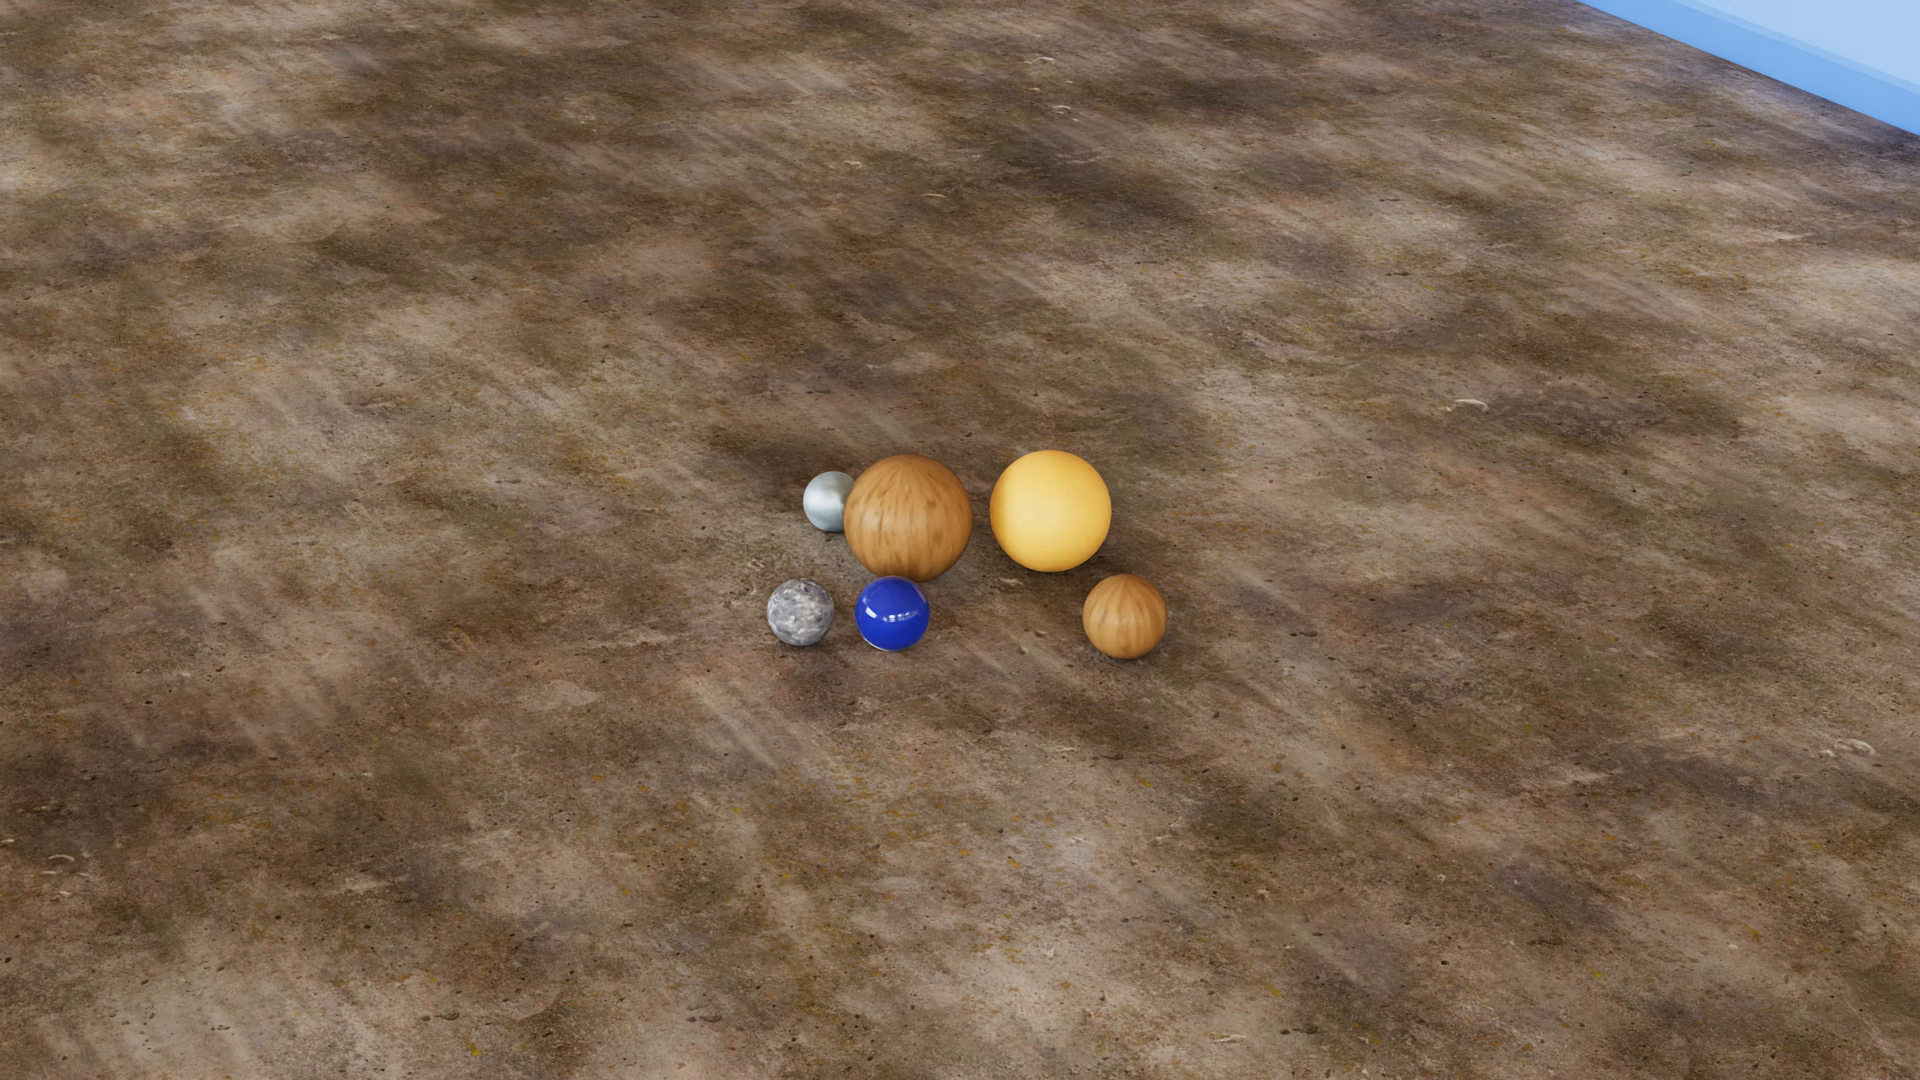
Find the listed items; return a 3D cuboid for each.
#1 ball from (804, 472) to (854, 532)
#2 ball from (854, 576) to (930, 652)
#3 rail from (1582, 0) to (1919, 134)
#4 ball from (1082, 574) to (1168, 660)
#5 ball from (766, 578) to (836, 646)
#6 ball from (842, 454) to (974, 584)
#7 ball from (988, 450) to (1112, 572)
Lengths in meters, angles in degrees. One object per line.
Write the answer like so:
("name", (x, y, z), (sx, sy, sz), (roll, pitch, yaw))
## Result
("ball", (-0.085, -0.026, 1.972), (0.041, 0.041, 0.041), (0, 28, 0))
("ball", (-0.042, 0.046, 1.831), (0.047, 0.047, 0.047), (0, 28, 0))
("rail", (0.443, -0.730, 3.212), (0.045, 0.117, 4.233), (-16, 32, -27))
("ball", (0.102, 0.047, 1.822), (0.053, 0.053, 0.053), (0, 28, 0))
("ball", (-0.099, 0.045, 1.837), (0.043, 0.043, 0.043), (0, 28, 0))
("ball", (-0.034, -0.014, 1.904), (0.084, 0.084, 0.084), (0, 28, 0))
("ball", (0.059, -0.019, 1.918), (0.080, 0.080, 0.080), (0, 28, 0))
